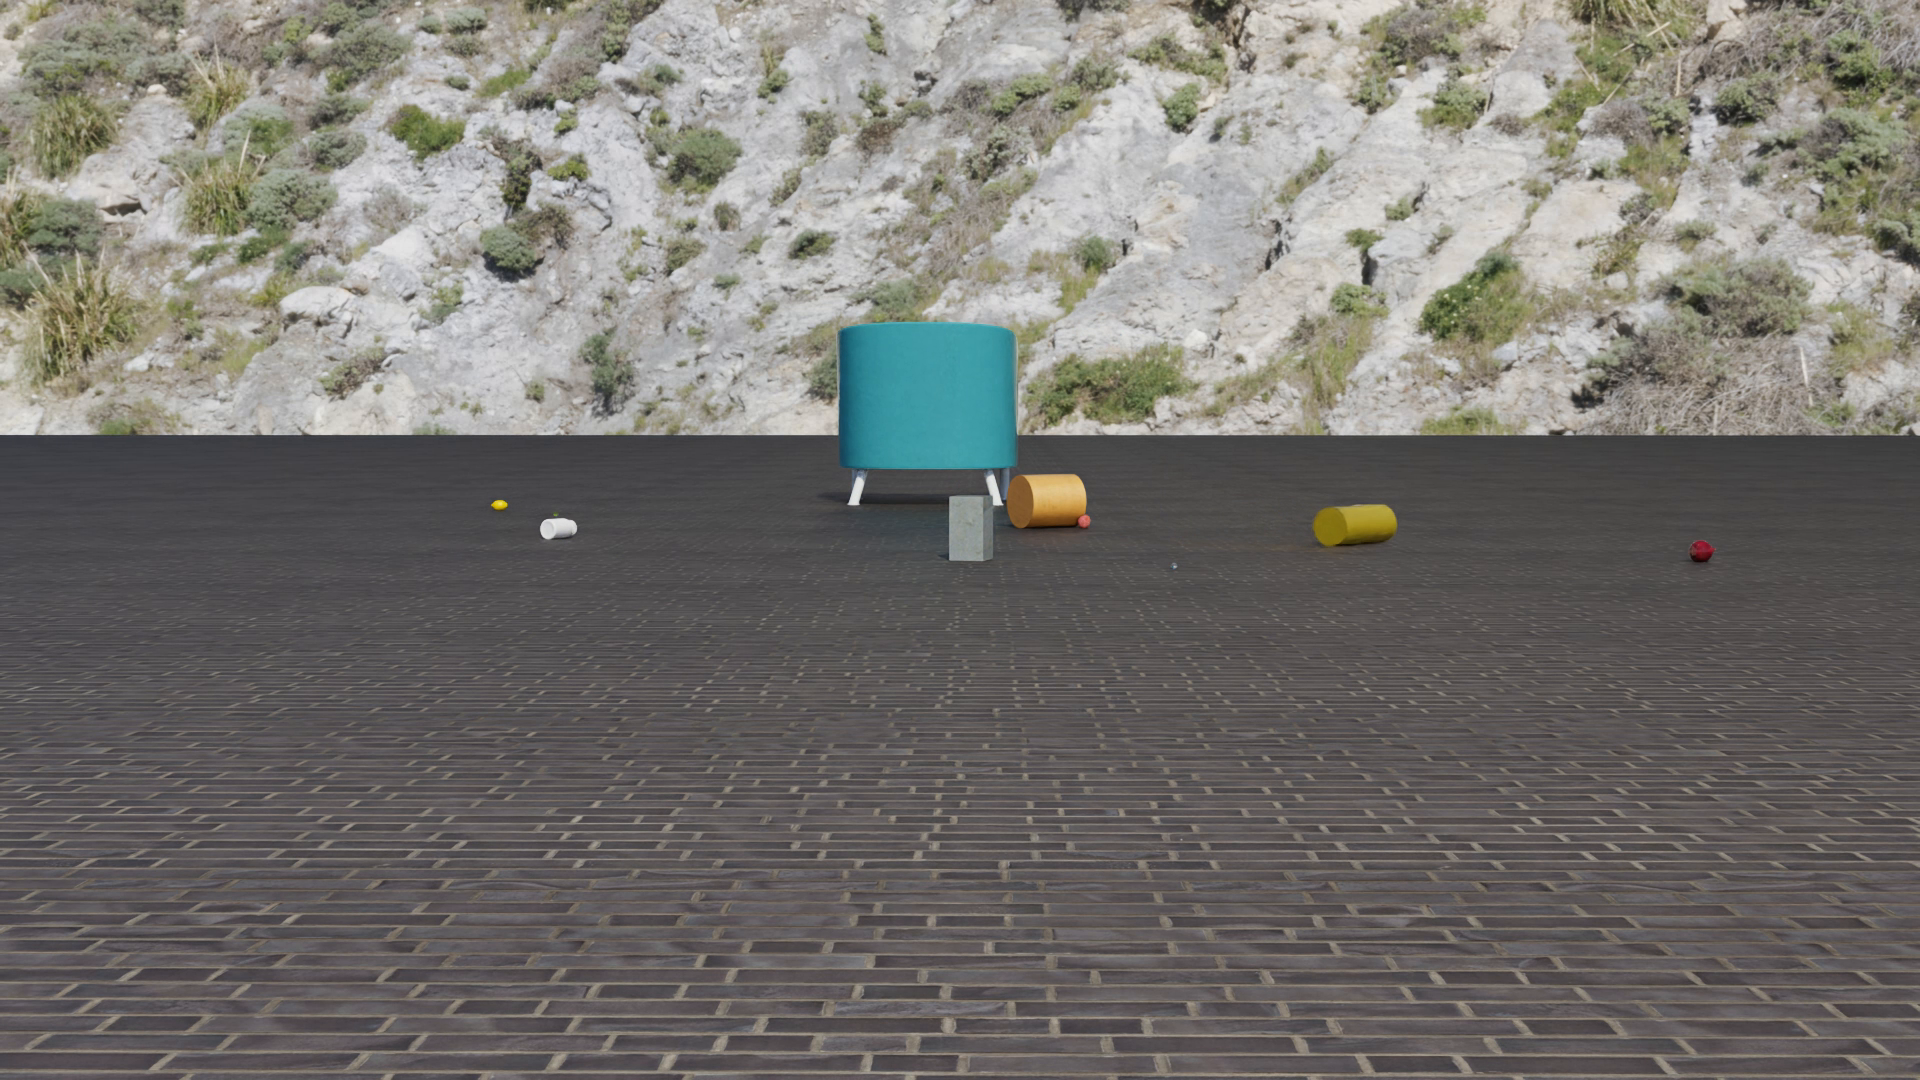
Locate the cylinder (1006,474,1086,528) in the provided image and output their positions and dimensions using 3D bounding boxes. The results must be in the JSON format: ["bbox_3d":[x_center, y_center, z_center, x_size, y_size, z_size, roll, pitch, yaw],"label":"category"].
[{"bbox_3d":[0.280,-0.126,7.125,0.198,0.172,0.173,-2,22,-28],"label":"cylinder"}]

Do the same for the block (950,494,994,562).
[{"bbox_3d":[0.030,-0.032,5.792,0.093,0.168,0.092,1,4,17],"label":"block"}]

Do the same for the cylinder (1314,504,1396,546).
[{"bbox_3d":[1.145,-0.044,6.369,0.116,0.113,0.256,-1,2,44],"label":"cylinder"}]
